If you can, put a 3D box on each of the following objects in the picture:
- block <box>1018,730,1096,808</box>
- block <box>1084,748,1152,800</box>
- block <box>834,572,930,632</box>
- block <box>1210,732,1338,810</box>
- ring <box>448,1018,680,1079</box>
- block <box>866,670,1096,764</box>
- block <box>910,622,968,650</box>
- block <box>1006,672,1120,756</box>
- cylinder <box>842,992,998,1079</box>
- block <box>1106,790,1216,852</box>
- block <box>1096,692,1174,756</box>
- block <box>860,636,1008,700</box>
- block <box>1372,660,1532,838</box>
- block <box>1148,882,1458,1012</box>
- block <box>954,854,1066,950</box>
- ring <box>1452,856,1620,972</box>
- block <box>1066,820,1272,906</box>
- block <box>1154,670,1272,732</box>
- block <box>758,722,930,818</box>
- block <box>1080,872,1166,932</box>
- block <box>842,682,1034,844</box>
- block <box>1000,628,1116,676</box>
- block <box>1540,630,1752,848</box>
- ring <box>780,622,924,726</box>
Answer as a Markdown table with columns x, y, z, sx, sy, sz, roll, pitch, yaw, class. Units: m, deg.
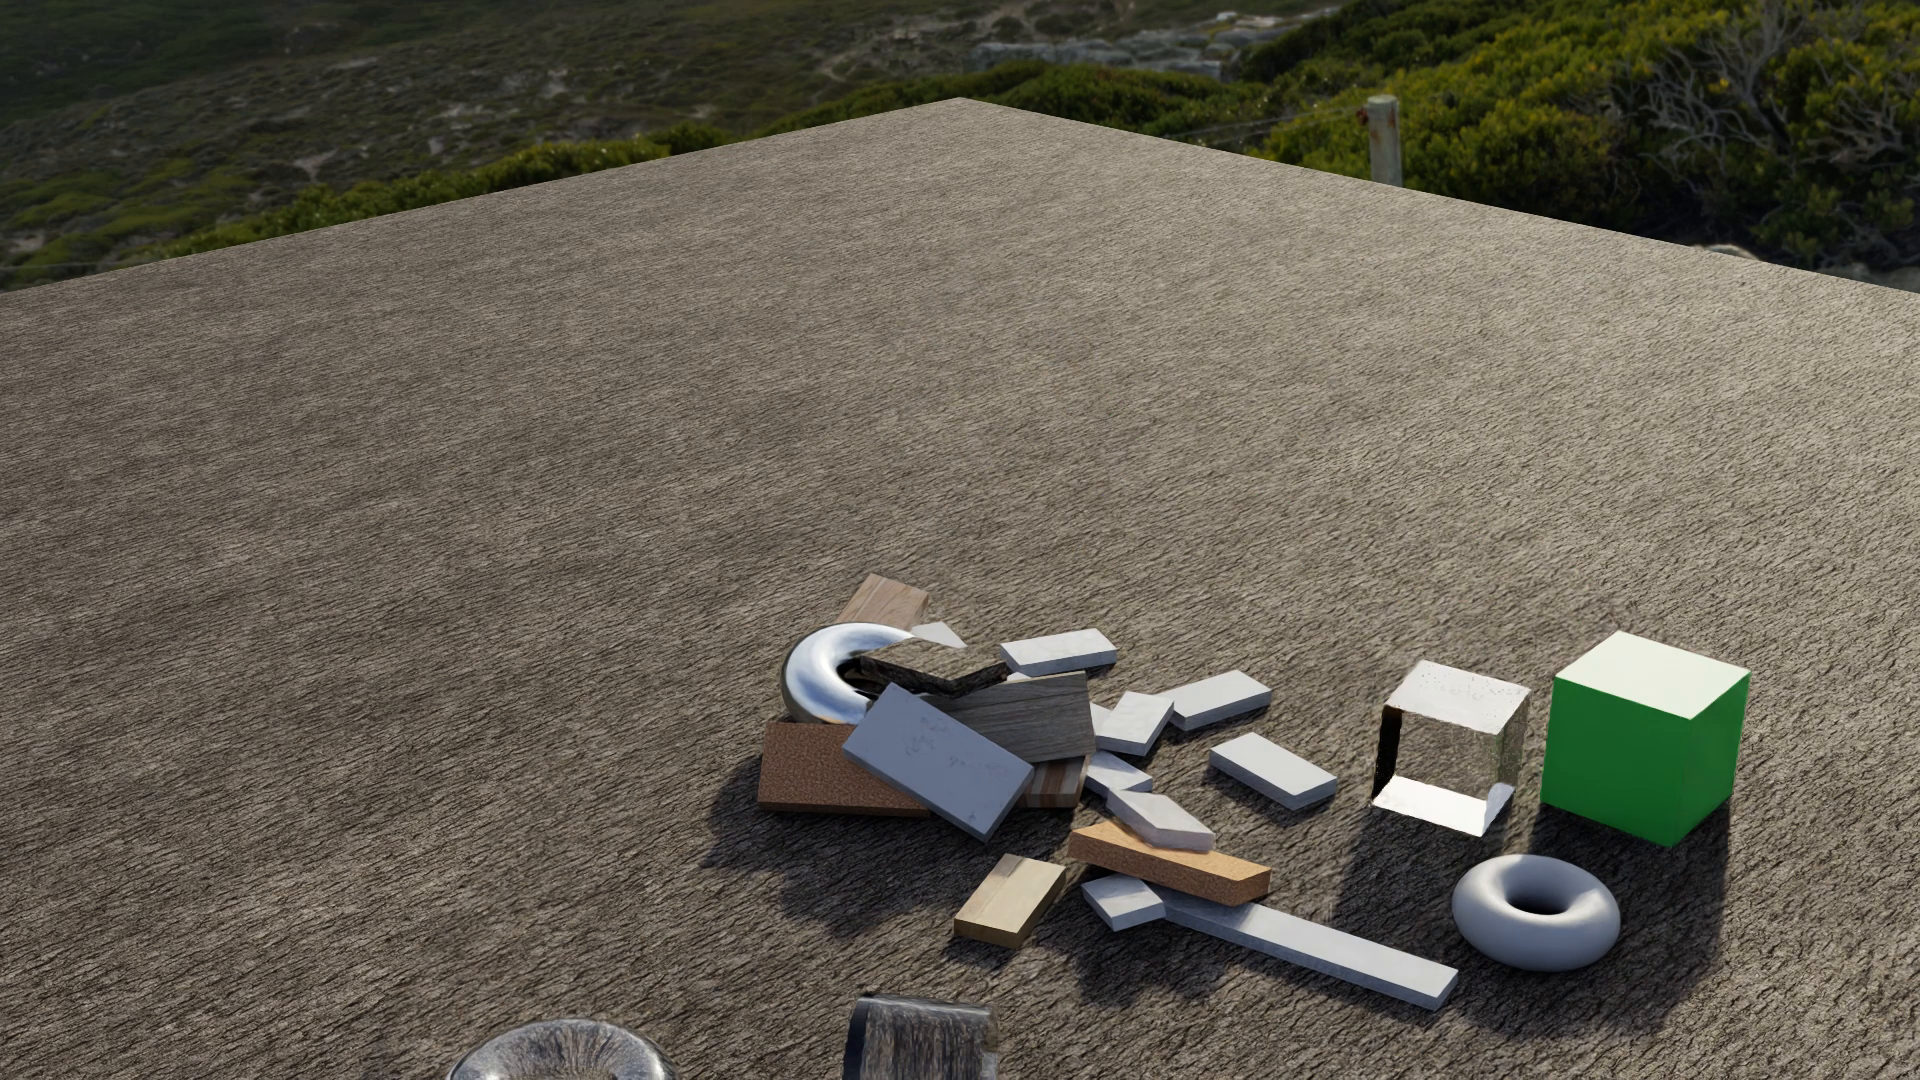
| x | y | z | sx | sy | sz | roll | pitch | yaw | class |
| --- | --- | --- | --- | --- | --- | --- | --- | --- | --- |
| 0.202 | 0.468 | 4.555 | 0.121 | 0.034 | 0.242 | -2 | 29 | 15 | block |
| 0.297 | 0.484 | 4.584 | 0.100 | 0.028 | 0.201 | -17 | 28 | -34 | block |
| -0.227 | 0.237 | 5.006 | 0.149 | 0.042 | 0.454 | 18 | 38 | 14 | block |
| 0.651 | 0.480 | 4.584 | 0.125 | 0.035 | 0.249 | -16 | 28 | -34 | block |
| -0.634 | 0.897 | 3.485 | 0.391 | 0.130 | 0.391 | 1 | 22 | 0 | ring |
| 0.045 | 0.386 | 4.539 | 0.455 | 0.168 | 0.048 | -8 | 3 | 4 | block |
| -0.149 | 0.262 | 5.089 | 0.299 | 0.042 | 0.149 | -10 | 25 | -22 | block |
| 0.229 | 0.379 | 4.828 | 0.379 | 0.031 | 0.109 | 20 | 30 | 39 | block |
| -0.060 | 0.840 | 3.509 | 0.212 | 0.212 | 0.212 | 4 | 23 | 10 | cylinder |
| 0.392 | 0.550 | 4.321 | 0.125 | 0.035 | 0.249 | 8 | 8 | -19 | block |
| 0.377 | 0.393 | 4.717 | 0.109 | 0.031 | 0.218 | 9 | 24 | 20 | block |
| -0.057 | 0.266 | 4.598 | 0.149 | 0.042 | 0.299 | -17 | 19 | -38 | block |
| 0.998 | 0.419 | 4.466 | 0.231 | 0.231 | 0.231 | 15 | 27 | 27 | block |
| 0.606 | 0.727 | 4.010 | 0.596 | 0.028 | 0.100 | 14 | 27 | 30 | block |
| 0.096 | 0.675 | 4.124 | 0.125 | 0.035 | 0.249 | 10 | 25 | 22 | block |
| 1.055 | 0.681 | 4.029 | 0.301 | 0.100 | 0.301 | 0 | 24 | 0 | ring |
| 0.398 | 0.613 | 4.182 | 0.347 | 0.049 | 0.173 | 13 | 6 | 28 | block |
| 0.558 | 0.355 | 4.881 | 0.242 | 0.034 | 0.121 | -14 | 27 | -30 | block |
| -0.228 | 0.467 | 4.471 | 0.346 | 0.049 | 0.173 | 2 | 63 | 5 | block |
| 0.301 | 0.666 | 4.072 | 0.100 | 0.028 | 0.201 | -15 | 12 | -10 | block |
| -0.045 | 0.444 | 4.411 | 0.347 | 0.049 | 0.173 | 29 | 66 | 19 | block |
| 0.228 | 0.262 | 5.099 | 0.242 | 0.034 | 0.121 | -8 | 24 | -19 | block |
| 1.387 | 0.398 | 4.456 | 0.284 | 0.284 | 0.284 | 19 | 29 | 37 | block |
| -0.190 | 0.319 | 4.745 | 0.401 | 0.134 | 0.401 | 9 | 31 | -6 | ring |
